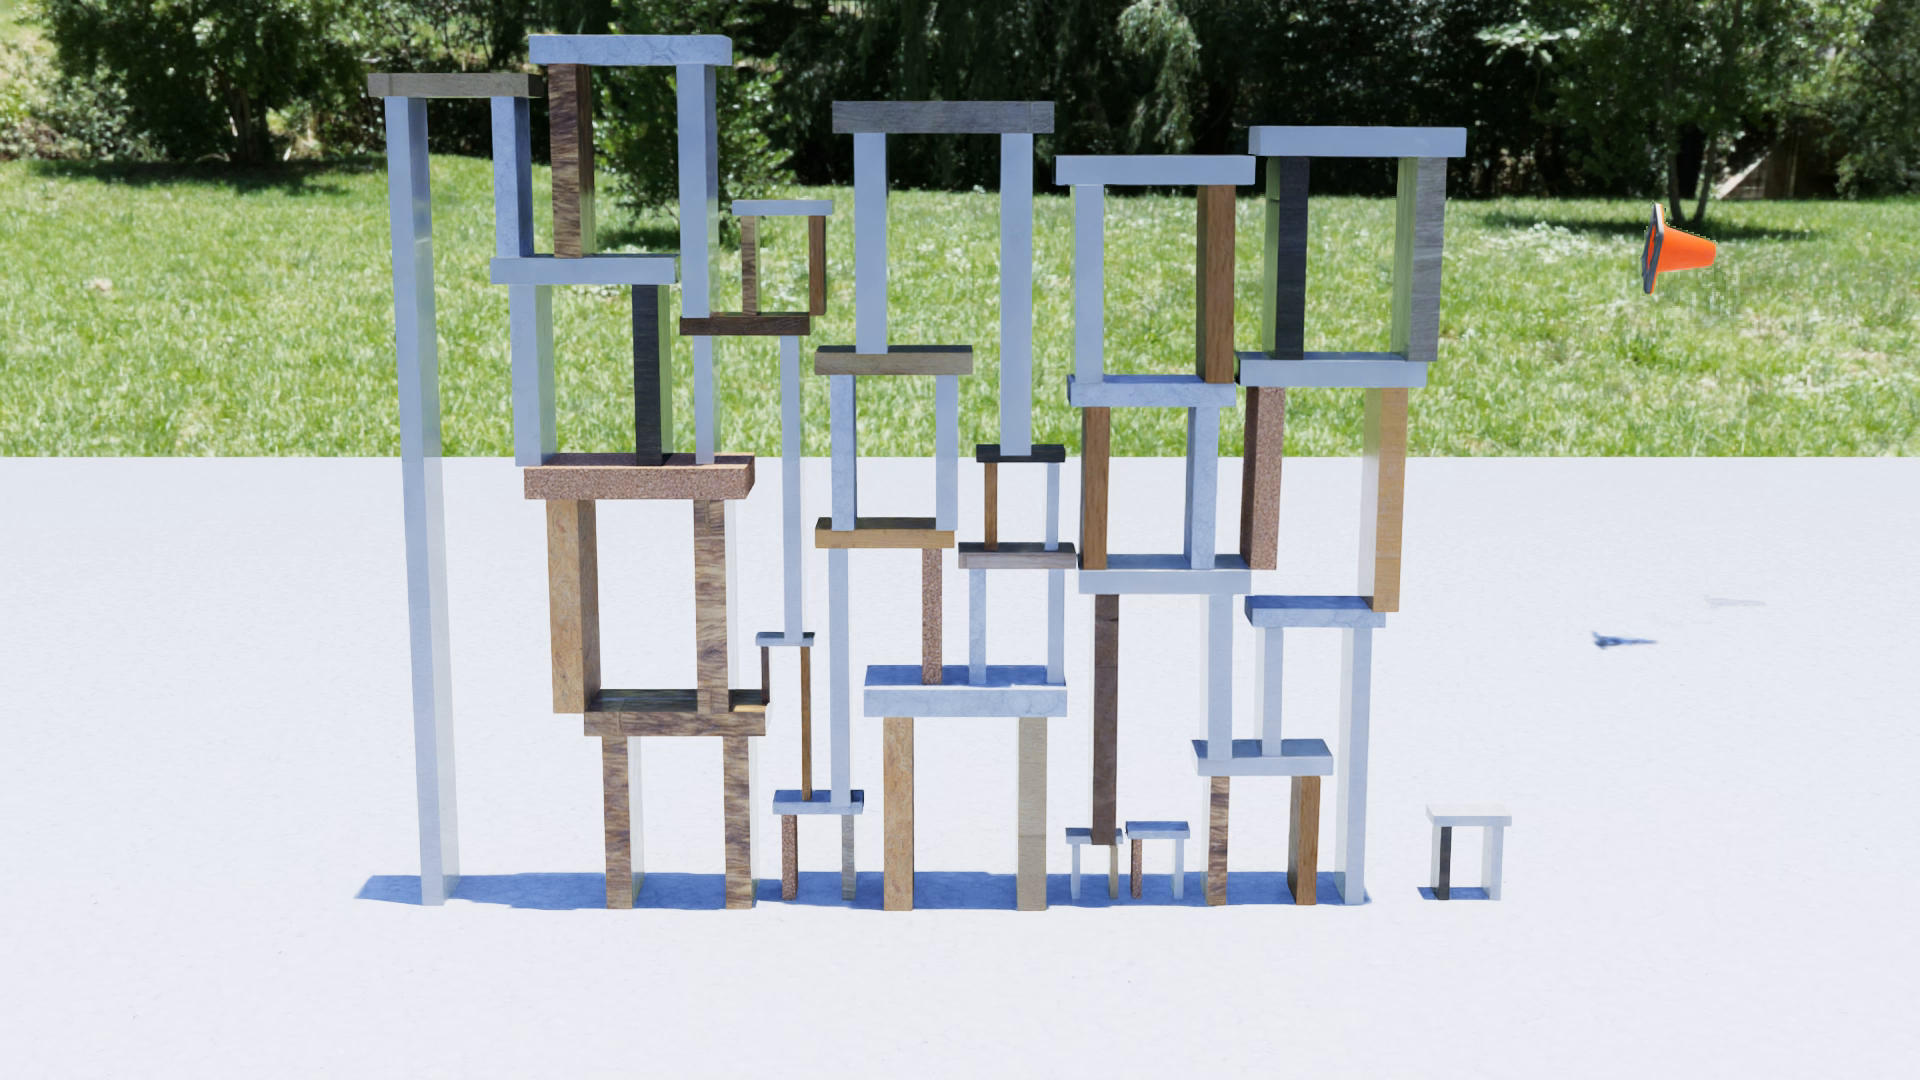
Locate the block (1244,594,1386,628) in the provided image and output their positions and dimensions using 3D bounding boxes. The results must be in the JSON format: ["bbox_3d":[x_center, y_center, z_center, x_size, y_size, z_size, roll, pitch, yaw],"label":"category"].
[{"bbox_3d":[0.577,0.116,3.583,0.214,0.030,0.107,0,11,0],"label":"block"}]

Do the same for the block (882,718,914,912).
[{"bbox_3d":[-0.101,0.430,3.636,0.046,0.327,0.163,0,11,0],"label":"block"}]

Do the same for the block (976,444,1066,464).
[{"bbox_3d":[0.097,-0.139,3.537,0.142,0.020,0.071,0,11,0],"label":"block"}]

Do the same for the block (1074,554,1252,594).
[{"bbox_3d":[0.325,0.054,3.562,0.275,0.039,0.137,0,11,0],"label":"block"}]

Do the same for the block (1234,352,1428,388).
[{"bbox_3d":[0.584,-0.273,3.508,0.292,0.041,0.146,0,11,0],"label":"block"}]

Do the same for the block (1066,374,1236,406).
[{"bbox_3d":[0.303,-0.239,3.506,0.259,0.037,0.130,0,10,0],"label":"block"}]

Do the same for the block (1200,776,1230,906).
[{"bbox_3d":[0.422,0.482,3.645,0.031,0.221,0.110,0,11,0],"label":"block"}]

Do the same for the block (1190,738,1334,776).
[{"bbox_3d":[0.496,0.358,3.622,0.221,0.031,0.110,0,11,0],"label":"block"}]

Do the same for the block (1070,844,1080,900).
[{"bbox_3d":[0.192,0.544,3.657,0.013,0.095,0.047,0,11,0],"label":"block"}]

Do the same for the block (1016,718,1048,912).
[{"bbox_3d":[0.117,0.430,3.636,0.046,0.327,0.163,0,11,0],"label":"block"}]

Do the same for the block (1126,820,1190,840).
[{"bbox_3d":[0.328,0.481,3.649,0.104,0.015,0.052,0,11,0],"label":"block"}]

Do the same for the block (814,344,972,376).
[{"bbox_3d":[-0.104,-0.287,3.500,0.248,0.035,0.124,0,11,0],"label":"block"}]

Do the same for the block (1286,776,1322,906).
[{"bbox_3d":[0.570,0.482,3.645,0.031,0.221,0.110,1,10,0],"label":"block"}]

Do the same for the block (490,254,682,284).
[{"bbox_3d":[-0.586,-0.430,3.480,0.286,0.041,0.143,0,11,0],"label":"block"}]

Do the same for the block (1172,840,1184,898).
[{"bbox_3d":[0.362,0.539,3.660,0.015,0.104,0.052,0,11,0],"label":"block"}]

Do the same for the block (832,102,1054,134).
[{"bbox_3d":[-0.026,-0.660,3.433,0.338,0.048,0.169,0,11,0],"label":"block"}]

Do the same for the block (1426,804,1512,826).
[{"bbox_3d":[0.842,0.456,3.642,0.128,0.018,0.064,0,11,0],"label":"block"}]

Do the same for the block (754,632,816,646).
[{"bbox_3d":[-0.284,0.161,3.588,0.095,0.014,0.048,0,11,1],"label":"block"}]

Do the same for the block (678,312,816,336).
[{"bbox_3d":[-0.336,-0.344,3.492,0.205,0.029,0.103,0,10,1],"label":"block"}]

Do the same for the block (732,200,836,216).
[{"bbox_3d":[-0.277,-0.525,3.466,0.157,0.022,0.078,0,10,0],"label":"block"}]

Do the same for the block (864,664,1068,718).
[{"bbox_3d":[0.008,0.247,3.602,0.327,0.046,0.163,0,11,0],"label":"block"}]

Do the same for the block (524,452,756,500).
[{"bbox_3d":[-0.511,-0.104,3.537,0.347,0.049,0.174,0,11,0],"label":"block"}]

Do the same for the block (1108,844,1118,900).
[{"bbox_3d":[0.255,0.544,3.656,0.013,0.094,0.047,0,11,1],"label":"block"}]

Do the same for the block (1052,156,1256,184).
[{"bbox_3d":[0.300,-0.580,3.449,0.305,0.043,0.153,0,10,0],"label":"block"}]

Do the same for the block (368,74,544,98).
[{"bbox_3d":[-0.784,-0.708,3.429,0.246,0.035,0.123,0,11,0],"label":"block"}]

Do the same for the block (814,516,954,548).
[{"bbox_3d":[-0.120,-0.012,3.559,0.223,0.032,0.112,0,11,0],"label":"block"}]

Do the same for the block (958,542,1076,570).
[{"bbox_3d":[0.092,0.025,3.561,0.189,0.027,0.095,0,11,0],"label":"block"}]

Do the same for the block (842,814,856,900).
[{"bbox_3d":[-0.185,0.517,3.659,0.021,0.148,0.074,0,11,0],"label":"block"}]

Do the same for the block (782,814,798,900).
[{"bbox_3d":[-0.283,0.517,3.659,0.021,0.148,0.074,0,11,0],"label":"block"}]

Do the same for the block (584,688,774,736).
[{"bbox_3d":[-0.459,0.283,3.608,0.293,0.041,0.146,0,11,0],"label":"block"}]

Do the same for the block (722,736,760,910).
[{"bbox_3d":[-0.361,0.447,3.639,0.041,0.293,0.146,0,11,0],"label":"block"}]

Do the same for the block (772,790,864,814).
[{"bbox_3d":[-0.234,0.434,3.644,0.148,0.021,0.074,0,11,0],"label":"block"}]

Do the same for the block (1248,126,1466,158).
[{"bbox_3d":[0.619,-0.625,3.447,0.314,0.044,0.157,1,11,1],"label":"block"}]

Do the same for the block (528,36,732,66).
[{"bbox_3d":[-0.509,-0.761,3.420,0.295,0.042,0.148,0,11,-1],"label":"block"}]

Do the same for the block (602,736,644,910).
[{"bbox_3d":[-0.556,0.447,3.639,0.041,0.292,0.146,0,11,0],"label":"block"}]

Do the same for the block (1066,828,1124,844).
[{"bbox_3d":[0.222,0.491,3.648,0.094,0.013,0.047,0,11,1],"label":"block"}]

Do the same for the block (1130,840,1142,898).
[{"bbox_3d":[0.293,0.539,3.660,0.015,0.104,0.052,0,11,0],"label":"block"}]
